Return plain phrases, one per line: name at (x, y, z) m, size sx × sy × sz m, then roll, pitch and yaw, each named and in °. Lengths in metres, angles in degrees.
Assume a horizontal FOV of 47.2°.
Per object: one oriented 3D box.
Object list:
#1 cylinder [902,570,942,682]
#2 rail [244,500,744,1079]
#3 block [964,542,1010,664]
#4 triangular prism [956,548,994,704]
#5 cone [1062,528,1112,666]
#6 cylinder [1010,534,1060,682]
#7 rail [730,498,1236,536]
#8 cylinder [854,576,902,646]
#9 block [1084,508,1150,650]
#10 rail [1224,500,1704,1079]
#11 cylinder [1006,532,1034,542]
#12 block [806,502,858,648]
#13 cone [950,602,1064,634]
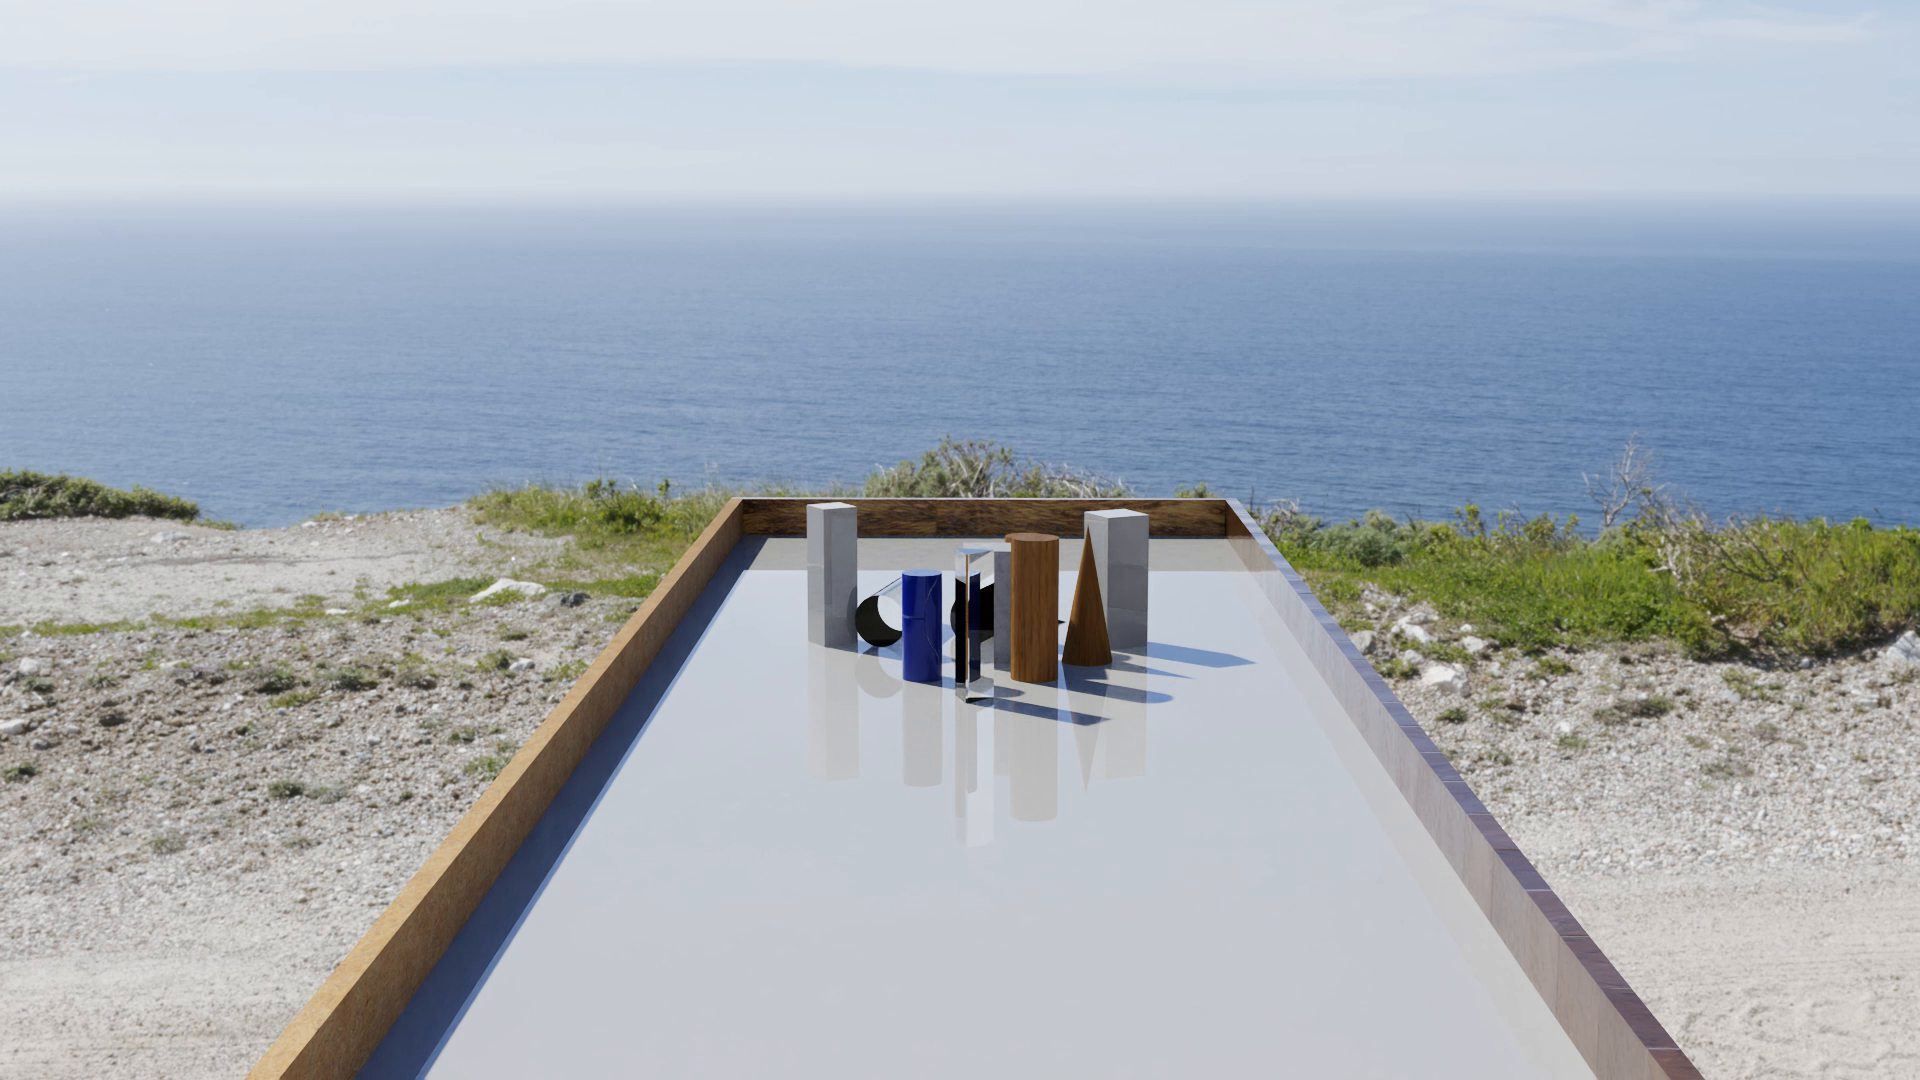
cylinder at (-0.111, 0.250, 6.430) m, size 0.118 × 0.314 × 0.118 m, roll 0°, pitch 9°, yaw 0°
rail at (-1.004, 0.839, 3.234) m, size 0.050 × 0.150 × 12.000 m, roll 0°, pitch 9°, yaw 1°
block at (0.092, 0.192, 6.697) m, size 0.164 × 0.345 × 0.164 m, roll 0°, pitch 9°, yaw 0°
triangular prism at (0.023, 0.237, 6.171) m, size 0.095 × 0.421 × 0.110 m, roll 9°, pitch 12°, yaw 43°
cone at (0.386, 0.160, 6.655) m, size 0.155 × 0.422 × 0.155 m, roll 0°, pitch 9°, yaw 0°
cylinder at (0.218, 0.198, 6.426) m, size 0.140 × 0.417 × 0.140 m, roll 0°, pitch 9°, yaw 0°
rail at (0.099, -0.098, 9.147) m, size 2.100 × 0.150 × 0.050 m, roll 0°, pitch 9°, yaw 1°
cylinder at (-0.200, 0.222, 7.083) m, size 0.165 × 0.165 × 0.424 m, roll 2°, pitch 9°, yaw 14°
block at (0.490, 0.122, 6.909) m, size 0.147 × 0.416 × 0.147 m, roll -4°, pitch 10°, yaw -26°
rail at (1.046, 0.843, 3.208) m, size 0.050 × 0.150 × 12.000 m, roll 0°, pitch 9°, yaw 1°
cylinder at (0.204, 0.157, 6.918) m, size 0.125 × 0.345 × 0.125 m, roll 0°, pitch 9°, yaw 0°
block at (-0.403, 0.108, 6.935) m, size 0.117 × 0.436 × 0.117 m, roll -5°, pitch 10°, yaw -30°
cone at (0.181, 0.259, 7.167) m, size 0.434 × 0.129 × 0.129 m, roll 4°, pitch 5°, yaw -36°
